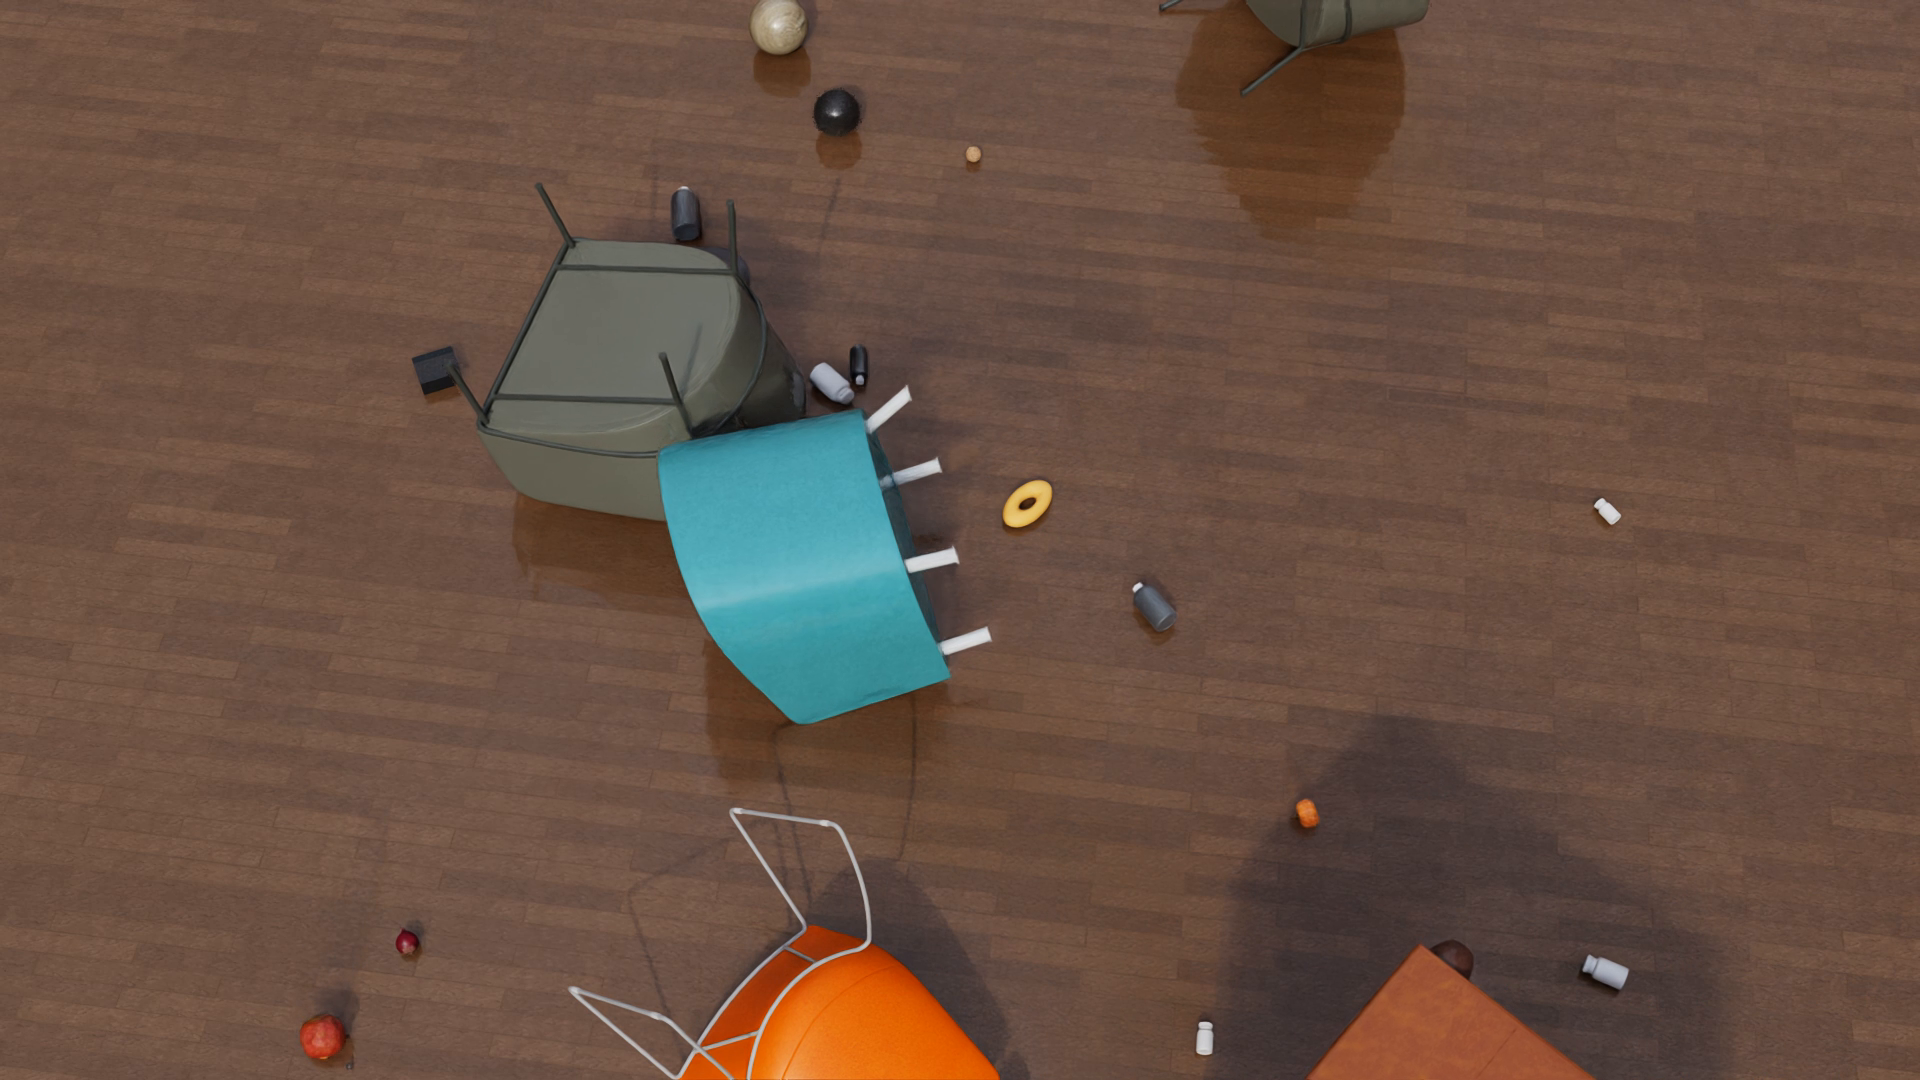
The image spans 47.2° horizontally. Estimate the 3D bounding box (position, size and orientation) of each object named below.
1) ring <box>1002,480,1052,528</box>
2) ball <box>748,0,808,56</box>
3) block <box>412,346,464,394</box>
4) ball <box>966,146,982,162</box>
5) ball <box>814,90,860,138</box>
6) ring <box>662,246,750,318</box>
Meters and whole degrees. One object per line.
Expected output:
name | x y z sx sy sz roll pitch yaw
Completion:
ring | 0.204 -0.109 6.618 0.112 0.049 0.196 36 62 20
ball | -0.632 -1.793 7.651 0.209 0.209 0.209 0 56 0
block | -1.638 -0.532 6.898 0.128 0.055 0.112 -19 58 -12
ball | 0.046 -1.301 7.414 0.054 0.054 0.054 0 56 0
ball | -0.417 -1.446 7.448 0.160 0.160 0.160 0 56 0
ring | -0.817 -0.833 7.096 0.275 0.062 0.295 29 60 17
